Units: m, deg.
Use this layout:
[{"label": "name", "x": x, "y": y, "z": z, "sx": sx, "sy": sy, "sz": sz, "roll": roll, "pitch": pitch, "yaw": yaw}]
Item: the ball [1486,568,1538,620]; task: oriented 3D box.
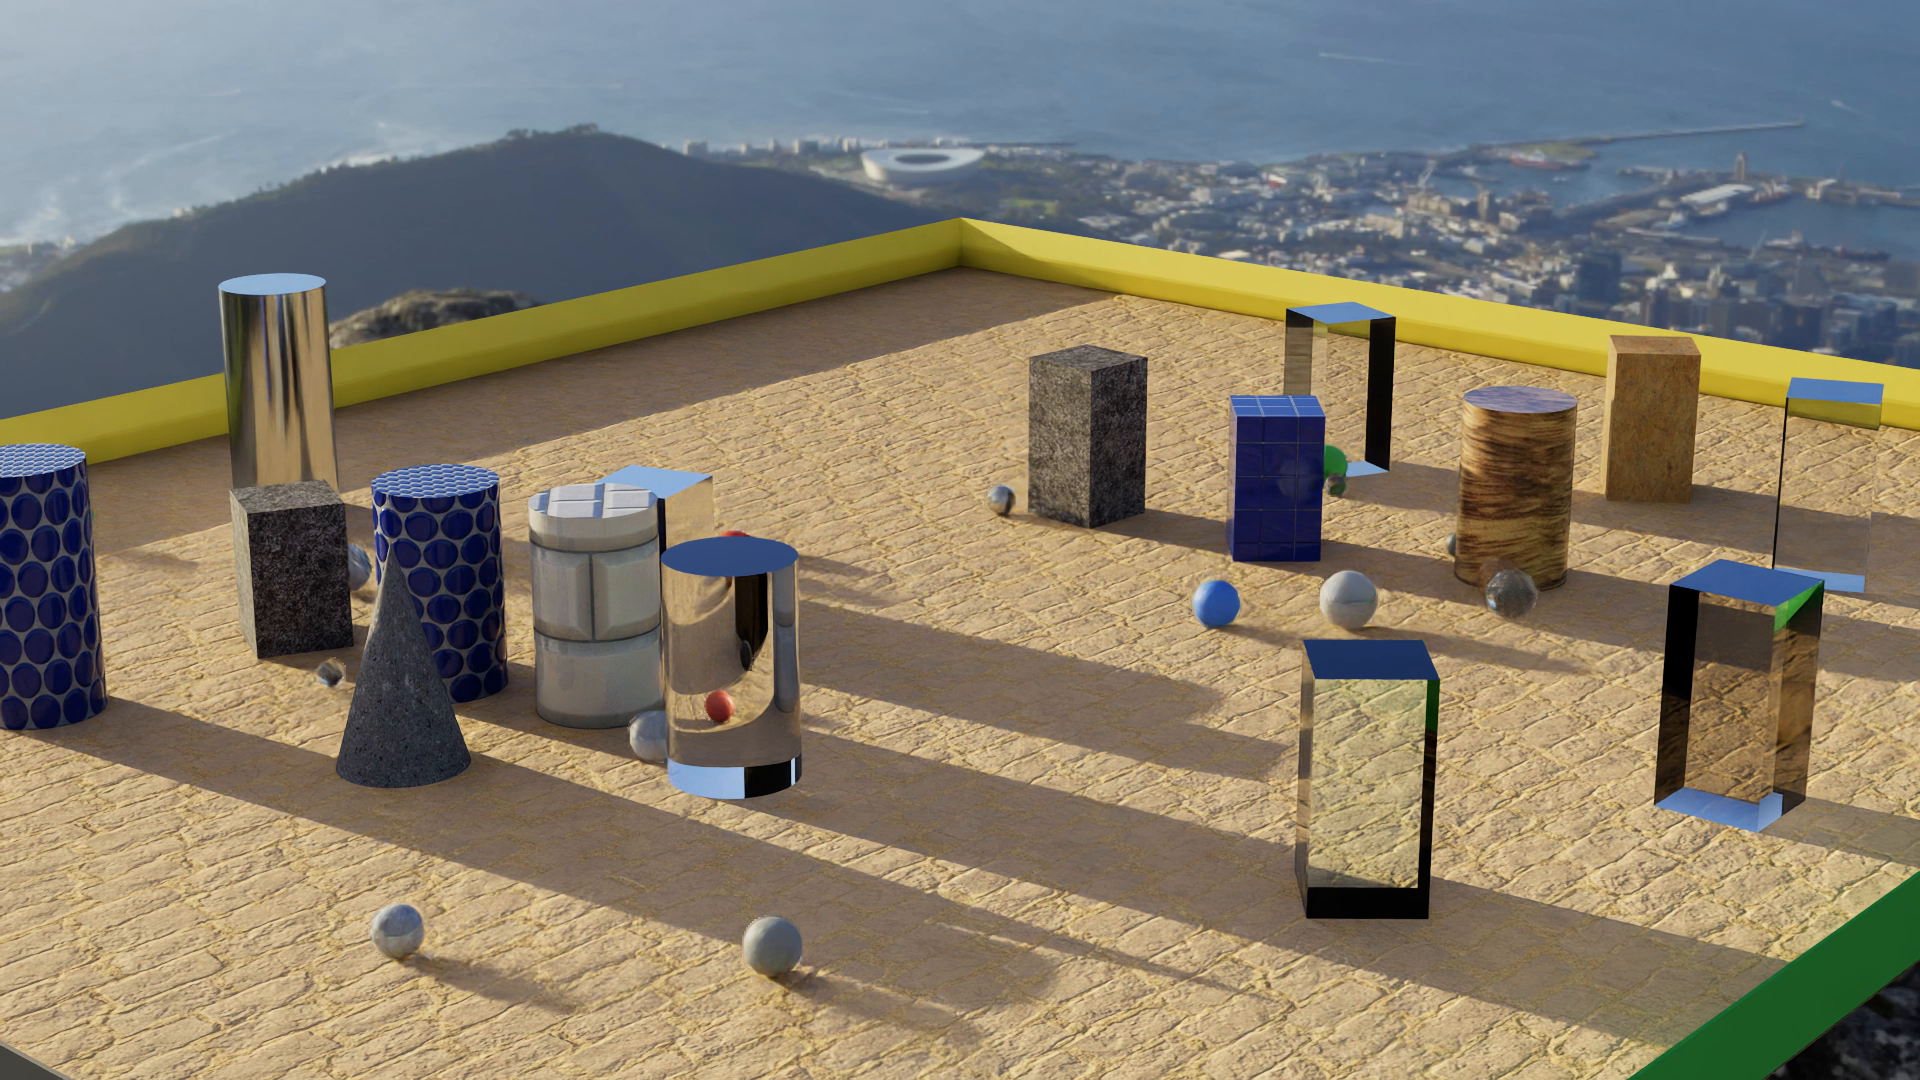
[{"label": "ball", "x": 0.941, "y": 0.092, "z": 4.999, "sx": 0.086, "sy": 0.086, "sz": 0.086, "roll": 0, "pitch": 17, "yaw": 0}]

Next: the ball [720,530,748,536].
[{"label": "ball", "x": -0.403, "y": 0.022, "z": 5.239, "sx": 0.081, "sy": 0.081, "sz": 0.081, "roll": 0, "pitch": 17, "yaw": 0}]

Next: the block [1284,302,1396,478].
[{"label": "block", "x": 0.760, "y": -0.302, "z": 5.901, "sx": 0.158, "sy": 0.319, "sz": 0.158, "roll": -8, "pitch": 18, "yaw": -24}]

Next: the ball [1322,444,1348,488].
[{"label": "ball", "x": 0.722, "y": -0.146, "z": 5.791, "sx": 0.085, "sy": 0.085, "sz": 0.085, "roll": 0, "pitch": 17, "yaw": 0}]

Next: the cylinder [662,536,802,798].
[{"label": "cylinder", "x": -0.331, "y": 0.184, "z": 4.264, "sx": 0.198, "sy": 0.335, "sz": 0.198, "roll": 0, "pitch": 17, "yaw": 0}]

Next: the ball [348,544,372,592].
[{"label": "ball", "x": -1.076, "y": 0.049, "z": 5.144, "sx": 0.085, "sy": 0.085, "sz": 0.085, "roll": 0, "pitch": 17, "yaw": 0}]

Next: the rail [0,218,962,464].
[{"label": "rail", "x": -1.419, "y": -0.323, "z": 6.299, "sx": 0.045, "sy": 0.129, "sz": 4.385, "roll": 14, "pitch": 22, "yaw": 39}]

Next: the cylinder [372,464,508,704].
[{"label": "cylinder", "x": -0.822, "y": 0.068, "z": 4.642, "sx": 0.198, "sy": 0.337, "sz": 0.198, "roll": 0, "pitch": 17, "yaw": 0}]

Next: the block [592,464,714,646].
[{"label": "block", "x": -0.521, "y": 0.024, "z": 4.931, "sx": 0.158, "sy": 0.255, "sz": 0.158, "roll": 8, "pitch": 18, "yaw": 24}]

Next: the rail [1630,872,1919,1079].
[{"label": "rail", "x": 1.419, "y": 0.388, "z": 3.940, "sx": 0.045, "sy": 0.129, "sz": 4.385, "roll": 14, "pitch": 22, "yaw": 39}]

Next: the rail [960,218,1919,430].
[{"label": "rail", "x": 1.422, "y": -0.440, "z": 6.688, "sx": 3.806, "sy": 0.129, "sz": 0.045, "roll": 14, "pitch": 22, "yaw": 39}]

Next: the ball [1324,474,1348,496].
[{"label": "ball", "x": 0.736, "y": -0.109, "z": 5.737, "sx": 0.044, "sy": 0.044, "sz": 0.044, "roll": 0, "pitch": 17, "yaw": 0}]

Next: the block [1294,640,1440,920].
[{"label": "block", "x": 0.531, "y": 0.312, "z": 3.844, "sx": 0.158, "sy": 0.330, "sz": 0.158, "roll": 0, "pitch": 17, "yaw": 1}]

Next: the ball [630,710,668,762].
[{"label": "ball", "x": -0.454, "y": 0.291, "z": 4.358, "sx": 0.075, "sy": 0.075, "sz": 0.075, "roll": 0, "pitch": 17, "yaw": 0}]

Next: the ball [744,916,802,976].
[{"label": "ball", "x": -0.233, "y": 0.506, "z": 3.647, "sx": 0.074, "sy": 0.074, "sz": 0.074, "roll": 0, "pitch": 17, "yaw": 0}]

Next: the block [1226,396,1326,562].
[{"label": "block", "x": 0.575, "y": -0.114, "z": 5.361, "sx": 0.158, "sy": 0.271, "sz": 0.158, "roll": 0, "pitch": 17, "yaw": 0}]

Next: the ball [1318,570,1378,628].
[{"label": "ball", "x": 0.655, "y": 0.101, "z": 4.948, "sx": 0.099, "sy": 0.099, "sz": 0.099, "roll": 0, "pitch": 17, "yaw": 0}]

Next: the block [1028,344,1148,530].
[{"label": "block", "x": 0.243, "y": -0.199, "z": 5.582, "sx": 0.158, "sy": 0.306, "sz": 0.158, "roll": 16, "pitch": 23, "yaw": 43}]

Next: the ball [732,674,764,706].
[{"label": "ball", "x": -0.331, "y": 0.236, "z": 4.585, "sx": 0.050, "sy": 0.050, "sz": 0.050, "roll": 0, "pitch": 17, "yaw": 0}]

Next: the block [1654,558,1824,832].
[{"label": "block", "x": 1.103, "y": 0.218, "z": 4.154, "sx": 0.158, "sy": 0.332, "sz": 0.158, "roll": 13, "pitch": 21, "yaw": 38}]

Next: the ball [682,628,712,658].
[{"label": "ball", "x": -0.432, "y": 0.170, "z": 4.807, "sx": 0.048, "sy": 0.048, "sz": 0.048, "roll": 0, "pitch": 17, "yaw": 0}]

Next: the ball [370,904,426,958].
[{"label": "ball", "x": -0.709, "y": 0.493, "z": 3.699, "sx": 0.068, "sy": 0.068, "sz": 0.068, "roll": 0, "pitch": 17, "yaw": 0}]

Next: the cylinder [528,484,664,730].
[{"label": "cylinder", "x": -0.562, "y": 0.101, "z": 4.536, "sx": 0.198, "sy": 0.337, "sz": 0.198, "roll": 0, "pitch": 17, "yaw": 0}]

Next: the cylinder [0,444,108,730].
[{"label": "cylinder", "x": -1.434, "y": 0.070, "z": 4.524, "sx": 0.198, "sy": 0.401, "sz": 0.198, "roll": 0, "pitch": 17, "yaw": 0}]

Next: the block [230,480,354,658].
[{"label": "block", "x": -1.110, "y": 0.046, "z": 4.871, "sx": 0.158, "sy": 0.248, "sz": 0.158, "roll": -7, "pitch": 18, "yaw": -22}]

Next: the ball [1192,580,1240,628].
[{"label": "ball", "x": 0.434, "y": 0.107, "z": 4.958, "sx": 0.080, "sy": 0.080, "sz": 0.080, "roll": 0, "pitch": 17, "yaw": 0}]

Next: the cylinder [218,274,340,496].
[{"label": "cylinder", "x": -1.294, "y": -0.269, "z": 5.578, "sx": 0.198, "sy": 0.444, "sz": 0.198, "roll": 0, "pitch": 17, "yaw": 0}]

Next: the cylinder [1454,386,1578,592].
[{"label": "cylinder", "x": 0.984, "y": -0.092, "z": 5.194, "sx": 0.198, "sy": 0.325, "sz": 0.198, "roll": 0, "pitch": 17, "yaw": 0}]

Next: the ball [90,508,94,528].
[{"label": "ball", "x": -1.648, "y": -0.039, "z": 5.449, "sx": 0.077, "sy": 0.077, "sz": 0.077, "roll": 0, "pitch": 17, "yaw": 0}]

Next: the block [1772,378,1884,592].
[{"label": "block", "x": 1.536, "y": -0.099, "z": 5.193, "sx": 0.158, "sy": 0.340, "sz": 0.158, "roll": 6, "pitch": 18, "yaw": 18}]

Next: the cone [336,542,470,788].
[{"label": "cone", "x": -0.826, "y": 0.167, "z": 4.302, "sx": 0.198, "sy": 0.345, "sz": 0.198, "roll": 0, "pitch": 17, "yaw": 0}]

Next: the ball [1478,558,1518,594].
[{"label": "ball", "x": 0.938, "y": 0.067, "z": 5.106, "sx": 0.072, "sy": 0.072, "sz": 0.072, "roll": 0, "pitch": 17, "yaw": 0}]

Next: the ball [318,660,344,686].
[{"label": "ball", "x": -1.003, "y": 0.212, "z": 4.676, "sx": 0.043, "sy": 0.043, "sz": 0.043, "roll": 0, "pitch": 17, "yaw": 0}]

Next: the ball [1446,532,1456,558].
[{"label": "ball", "x": 0.908, "y": 0.009, "z": 5.341, "sx": 0.048, "sy": 0.048, "sz": 0.048, "roll": 0, "pitch": 17, "yaw": 0}]

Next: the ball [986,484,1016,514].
[{"label": "ball", "x": 0.079, "y": -0.077, "z": 5.608, "sx": 0.057, "sy": 0.057, "sz": 0.057, "roll": 0, "pitch": 17, "yaw": 0}]

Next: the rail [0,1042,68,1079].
[{"label": "rail", "x": -1.422, "y": 0.505, "z": 3.552, "sx": 3.806, "sy": 0.129, "sz": 0.045, "roll": 14, "pitch": 22, "yaw": 39}]

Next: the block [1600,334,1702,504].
[{"label": "block", "x": 1.348, "y": -0.237, "z": 5.730, "sx": 0.158, "sy": 0.295, "sz": 0.158, "roll": 2, "pitch": 17, "yaw": 7}]
